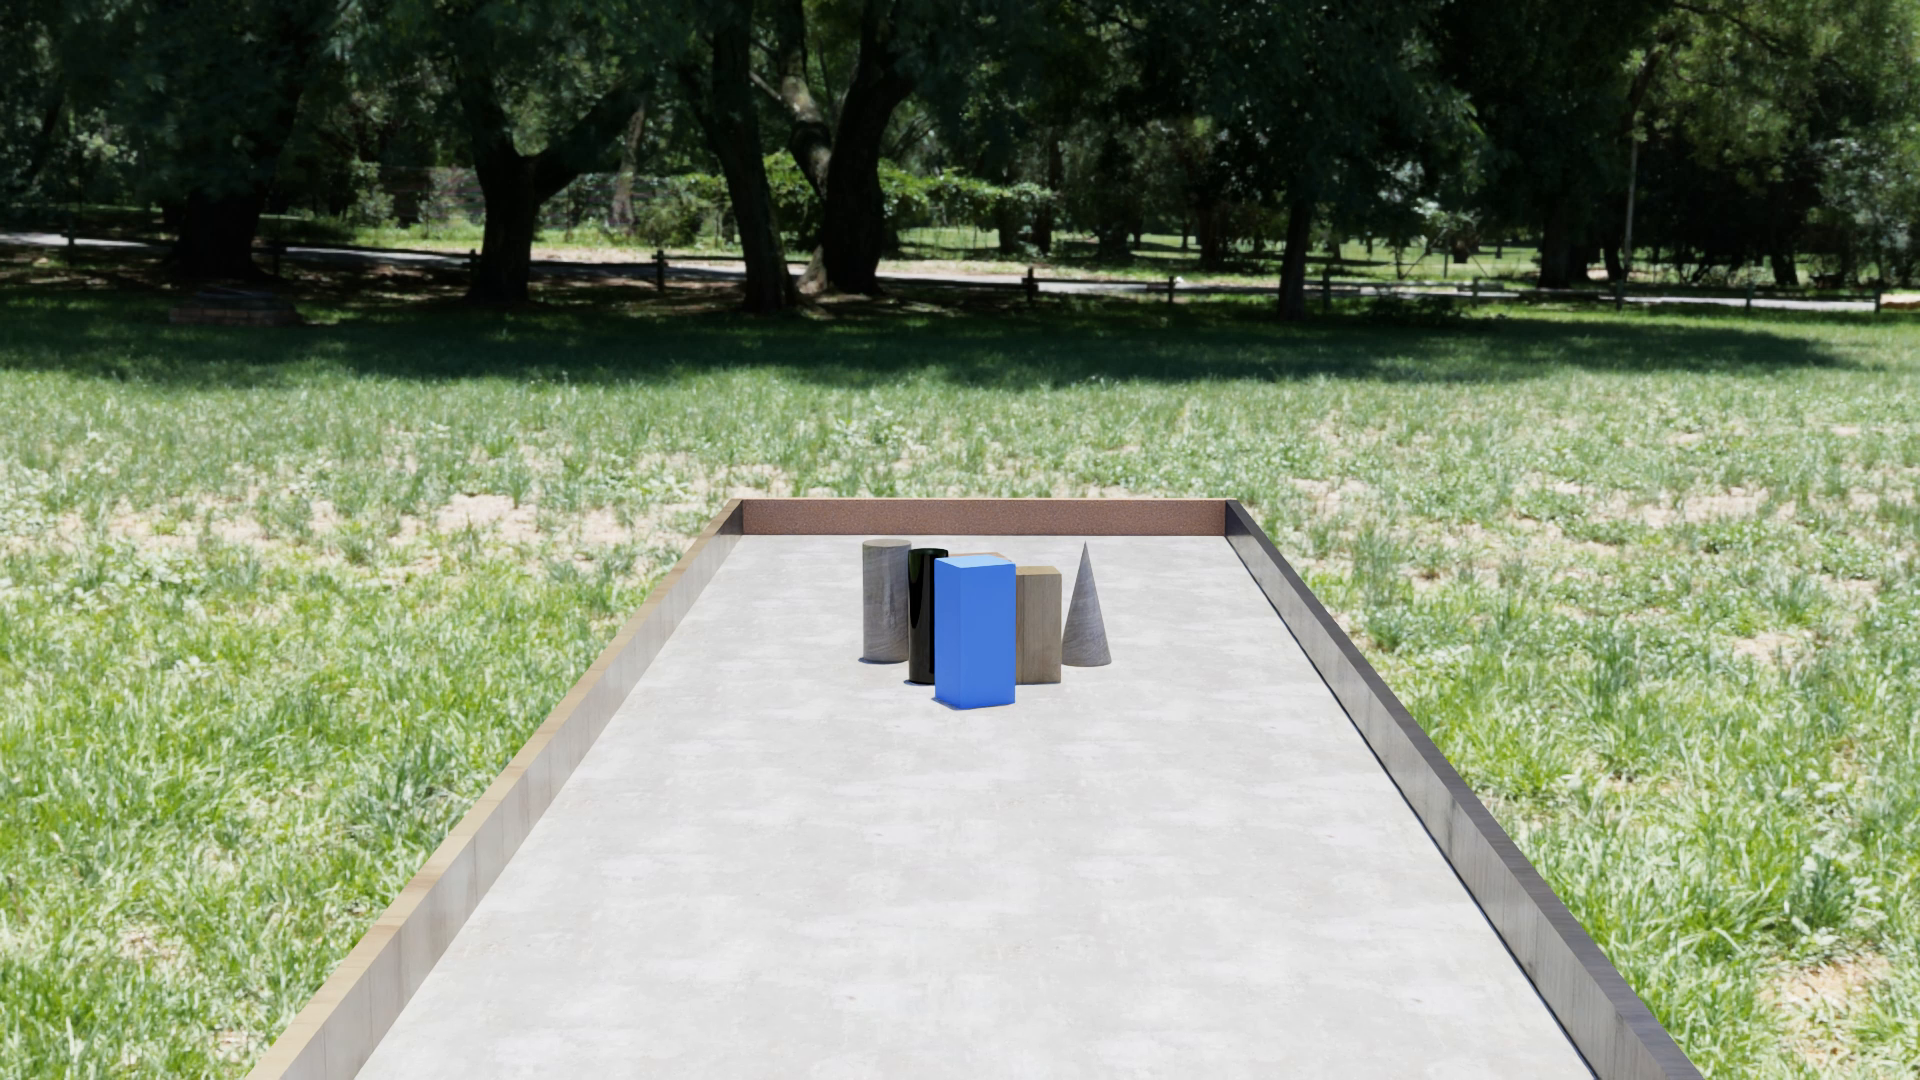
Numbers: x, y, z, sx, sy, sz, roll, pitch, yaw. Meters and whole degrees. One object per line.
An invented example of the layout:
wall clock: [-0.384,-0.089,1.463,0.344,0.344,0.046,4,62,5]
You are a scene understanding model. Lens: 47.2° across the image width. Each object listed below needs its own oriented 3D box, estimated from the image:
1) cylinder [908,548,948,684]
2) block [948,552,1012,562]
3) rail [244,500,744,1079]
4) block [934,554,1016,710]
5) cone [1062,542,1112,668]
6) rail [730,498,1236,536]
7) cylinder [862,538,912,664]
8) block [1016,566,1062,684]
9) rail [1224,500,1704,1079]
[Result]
cylinder: [-0.092,0.221,6.397,0.118,0.382,0.118,0,9,0]
block: [0.053,0.207,6.704,0.171,0.312,0.171,-2,9,-14]
rail: [-1.004,0.839,3.234,0.050,0.150,12.000,0,9,1]
block: [0.042,0.254,6.146,0.169,0.395,0.169,-4,10,-25]
cone: [0.378,0.183,6.653,0.169,0.376,0.169,0,9,0]
rail: [0.099,-0.098,9.147,2.100,0.150,0.050,0,9,1]
cylinder: [-0.222,0.184,6.703,0.151,0.358,0.151,0,9,0]
block: [0.213,0.247,6.427,0.143,0.321,0.143,-1,9,-8]
rail: [1.046,0.843,3.208,0.050,0.150,12.000,0,9,1]
